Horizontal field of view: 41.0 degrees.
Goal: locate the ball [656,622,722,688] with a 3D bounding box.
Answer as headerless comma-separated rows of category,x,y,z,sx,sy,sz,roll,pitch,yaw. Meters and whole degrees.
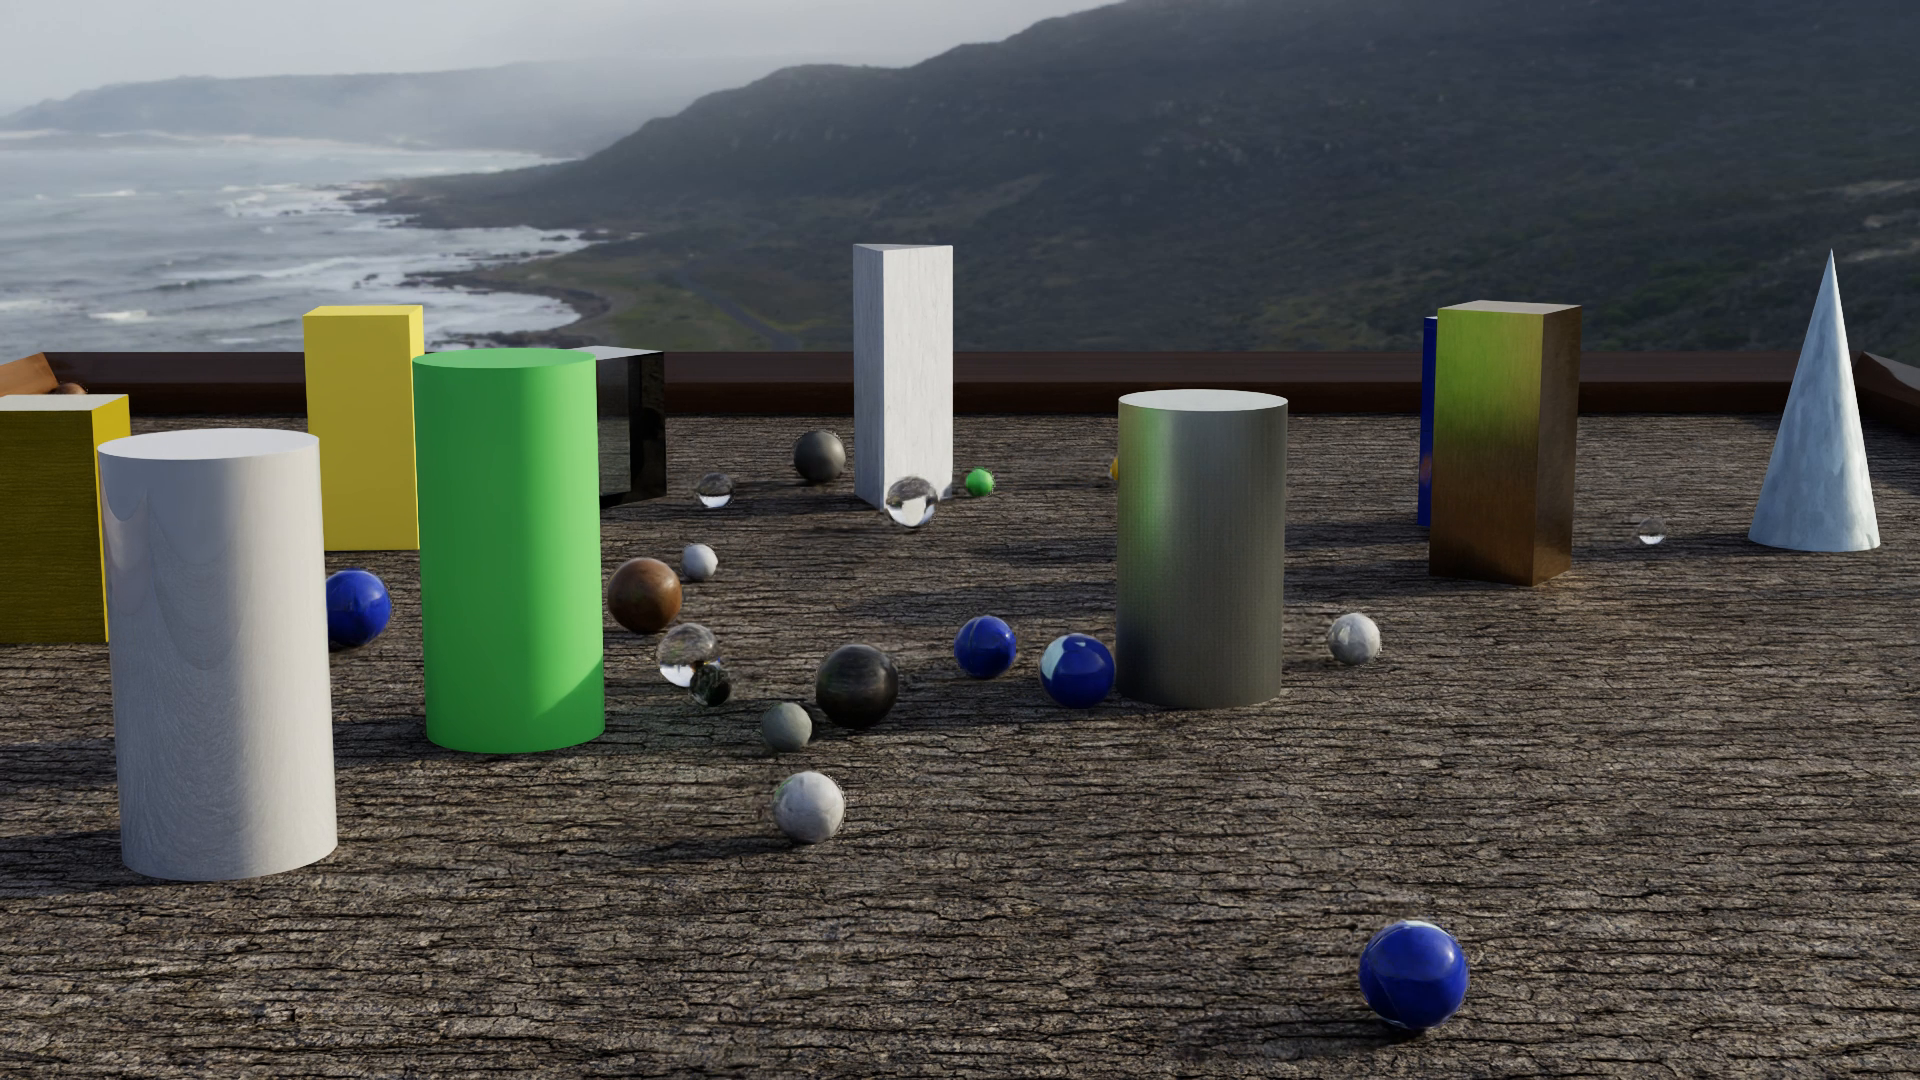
ball,-0.321,0.136,3.035,0.077,0.077,0.077,0,11,0

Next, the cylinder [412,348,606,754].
cylinder,-0.491,0.007,2.804,0.195,0.414,0.195,0,11,0

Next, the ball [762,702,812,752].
ball,-0.186,0.201,2.749,0.053,0.053,0.053,0,11,0

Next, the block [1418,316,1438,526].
block,0.842,-0.185,4.066,0.156,0.332,0.156,-8,13,-35

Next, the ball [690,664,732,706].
ball,-0.286,0.167,2.944,0.049,0.049,0.049,0,11,0

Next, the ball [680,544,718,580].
ball,-0.373,0.032,3.664,0.052,0.052,0.052,0,11,0

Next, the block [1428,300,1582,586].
block,0.785,-0.143,3.692,0.156,0.385,0.156,7,12,32

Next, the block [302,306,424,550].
block,-0.908,-0.174,3.939,0.156,0.357,0.156,-1,11,-4

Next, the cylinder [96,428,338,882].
cylinder,-0.685,0.101,2.378,0.195,0.385,0.195,0,11,0

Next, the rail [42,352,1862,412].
rail,-0.011,-0.331,5.409,3.849,0.127,0.045,0,11,0

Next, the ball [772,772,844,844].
ball,-0.144,0.253,2.429,0.068,0.068,0.068,0,11,0

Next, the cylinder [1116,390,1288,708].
cylinder,0.281,0.006,3.003,0.195,0.343,0.195,0,11,0

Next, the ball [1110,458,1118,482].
ball,0.290,-0.124,4.504,0.051,0.051,0.051,0,11,0

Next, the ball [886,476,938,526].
ball,-0.076,-0.062,4.089,0.082,0.082,0.082,0,11,0

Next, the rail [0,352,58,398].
rail,-1.901,0.035,3.438,0.045,0.127,4.035,0,11,0

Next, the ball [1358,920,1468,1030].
ball,0.346,0.332,1.961,0.083,0.083,0.083,0,11,0

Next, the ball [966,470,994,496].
ball,0.033,-0.097,4.372,0.047,0.047,0.047,0,11,0

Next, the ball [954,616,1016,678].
ball,0.031,0.128,3.084,0.075,0.075,0.075,0,11,0

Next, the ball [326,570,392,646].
ball,-0.770,0.086,3.251,0.097,0.097,0.097,0,11,0

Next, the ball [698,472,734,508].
ball,-0.406,-0.083,4.264,0.058,0.058,0.058,0,11,0

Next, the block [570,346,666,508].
block,-0.611,-0.194,4.346,0.156,0.248,0.156,8,13,35

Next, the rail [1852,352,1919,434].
rail,1.901,0.031,3.460,0.045,0.127,4.035,0,11,0

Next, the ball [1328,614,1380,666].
ball,0.483,0.122,3.146,0.064,0.064,0.064,0,11,0

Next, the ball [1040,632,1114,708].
ball,0.134,0.149,2.940,0.085,0.085,0.085,0,11,0

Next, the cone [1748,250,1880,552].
cone,1.324,-0.222,3.938,0.195,0.451,0.195,0,11,0

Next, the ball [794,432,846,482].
ball,-0.247,-0.146,4.518,0.091,0.091,0.091,0,11,0

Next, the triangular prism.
triangular prism,-0.125,-0.280,4.319,0.147,0.427,0.169,10,14,43

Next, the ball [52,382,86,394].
ball,-1.858,-0.292,5.354,0.073,0.073,0.073,0,11,0

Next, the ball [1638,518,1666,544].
ball,1.062,-0.014,3.938,0.041,0.041,0.041,0,11,0

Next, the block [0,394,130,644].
block,-1.170,-0.030,3.321,0.156,0.299,0.156,0,11,-1

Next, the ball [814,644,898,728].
ball,-0.115,0.162,2.850,0.093,0.093,0.093,0,11,0

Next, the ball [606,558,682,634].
ball,-0.408,0.072,3.325,0.098,0.098,0.098,0,11,0
